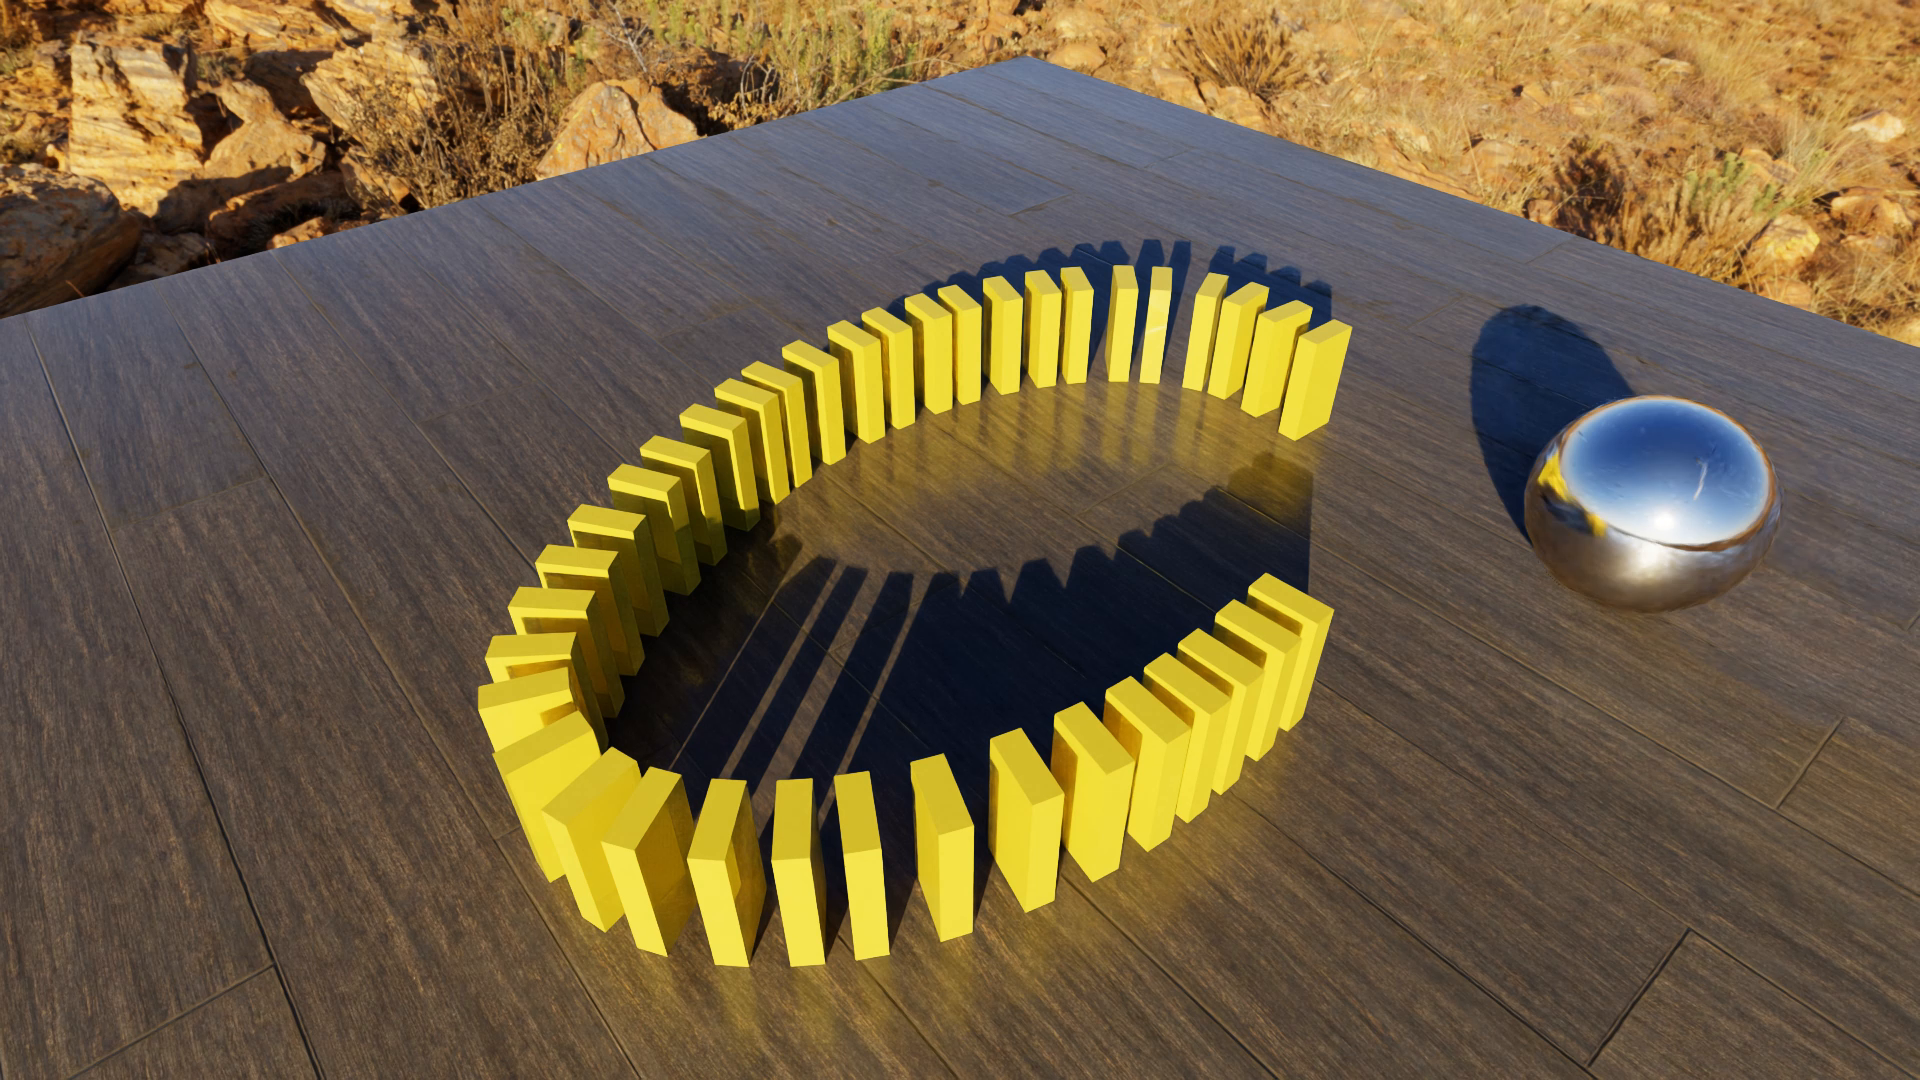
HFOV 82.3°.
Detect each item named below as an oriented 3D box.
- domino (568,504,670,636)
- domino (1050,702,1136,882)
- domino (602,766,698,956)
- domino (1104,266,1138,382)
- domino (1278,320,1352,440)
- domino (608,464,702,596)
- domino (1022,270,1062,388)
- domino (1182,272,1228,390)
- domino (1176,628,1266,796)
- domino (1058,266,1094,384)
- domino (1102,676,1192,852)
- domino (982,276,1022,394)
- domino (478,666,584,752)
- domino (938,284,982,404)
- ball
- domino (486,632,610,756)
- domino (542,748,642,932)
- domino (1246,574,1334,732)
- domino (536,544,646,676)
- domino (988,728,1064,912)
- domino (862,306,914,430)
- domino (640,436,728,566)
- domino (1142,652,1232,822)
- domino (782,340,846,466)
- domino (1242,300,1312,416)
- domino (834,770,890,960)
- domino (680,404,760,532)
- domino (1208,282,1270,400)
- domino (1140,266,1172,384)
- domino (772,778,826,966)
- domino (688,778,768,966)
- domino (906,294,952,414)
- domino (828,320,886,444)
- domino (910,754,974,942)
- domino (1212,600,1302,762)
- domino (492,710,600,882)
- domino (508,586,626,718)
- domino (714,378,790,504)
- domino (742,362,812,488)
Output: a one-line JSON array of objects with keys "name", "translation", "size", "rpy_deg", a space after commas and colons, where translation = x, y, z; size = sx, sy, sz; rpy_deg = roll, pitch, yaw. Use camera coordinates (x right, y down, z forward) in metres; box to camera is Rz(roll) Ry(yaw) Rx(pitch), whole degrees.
[{"name": "domino", "translation": [-0.123, 0.012, 0.397], "size": [0.025, 0.050, 0.010], "rpy_deg": [10, 40, 12]}, {"name": "domino", "translation": [0.037, 0.074, 0.321], "size": [0.009, 0.050, 0.025], "rpy_deg": [-20, 43, -23]}, {"name": "domino", "translation": [-0.083, 0.089, 0.303], "size": [0.010, 0.050, 0.025], "rpy_deg": [11, 41, 13]}, {"name": "domino", "translation": [0.079, -0.106, 0.541], "size": [0.009, 0.050, 0.025], "rpy_deg": [1, 39, 1]}, {"name": "domino", "translation": [0.161, -0.072, 0.500], "size": [0.025, 0.050, 0.010], "rpy_deg": [-27, 47, -29]}, {"name": "domino", "translation": [-0.115, -0.003, 0.416], "size": [0.025, 0.050, 0.009], "rpy_deg": [14, 41, 16]}, {"name": "domino", "translation": [0.039, -0.103, 0.537], "size": [0.009, 0.050, 0.025], "rpy_deg": [-10, 40, -12]}, {"name": "domino", "translation": [0.119, -0.101, 0.535], "size": [0.010, 0.050, 0.025], "rpy_deg": [16, 42, 18]}, {"name": "domino", "translation": [0.078, 0.054, 0.345], "size": [0.010, 0.050, 0.025], "rpy_deg": [-30, 48, -32]}, {"name": "domino", "translation": [0.056, -0.105, 0.540], "size": [0.010, 0.050, 0.025], "rpy_deg": [-6, 40, -7]}, {"name": "domino", "translation": [0.054, 0.067, 0.329], "size": [0.010, 0.050, 0.025], "rpy_deg": [-24, 45, -27]}, {"name": "domino", "translation": [0.020, -0.099, 0.532], "size": [0.010, 0.050, 0.025], "rpy_deg": [-14, 41, -16]}, {"name": "domino", "translation": [-0.127, 0.062, 0.335], "size": [0.025, 0.050, 0.010], "rpy_deg": [-12, 41, -14]}, {"name": "domino", "translation": [0.000, -0.093, 0.525], "size": [0.010, 0.050, 0.025], "rpy_deg": [-18, 43, -21]}, {"name": "ball", "translation": [0.252, -0.013, 0.404], "size": [0.080, 0.080, 0.080], "rpy_deg": [0, 39, 0]}, {"name": "domino", "translation": [-0.130, 0.051, 0.349], "size": [0.025, 0.050, 0.010], "rpy_deg": [-2, 39, -3]}, {"name": "domino", "translation": [-0.098, 0.085, 0.308], "size": [0.009, 0.050, 0.025], "rpy_deg": [22, 44, 24]}, {"name": "domino", "translation": [0.105, 0.038, 0.365], "size": [0.010, 0.050, 0.025], "rpy_deg": [-32, 49, -33]}, {"name": "domino", "translation": [-0.127, 0.025, 0.381], "size": [0.025, 0.050, 0.010], "rpy_deg": [6, 40, 7]}, {"name": "domino", "translation": [0.018, 0.080, 0.313], "size": [0.009, 0.050, 0.025], "rpy_deg": [-16, 42, -19]}, {"name": "domino", "translation": [-0.033, -0.079, 0.508], "size": [0.009, 0.050, 0.025], "rpy_deg": [-27, 47, -29]}, {"name": "domino", "translation": [-0.107, -0.015, 0.430], "size": [0.025, 0.050, 0.009], "rpy_deg": [16, 42, 18]}, {"name": "domino", "translation": [0.066, 0.061, 0.337], "size": [0.010, 0.050, 0.025], "rpy_deg": [-28, 47, -30]}, {"name": "domino", "translation": [-0.064, -0.060, 0.485], "size": [0.025, 0.050, 0.009], "rpy_deg": [30, 48, 31]}, {"name": "domino", "translation": [0.148, -0.085, 0.515], "size": [0.025, 0.050, 0.009], "rpy_deg": [-24, 45, -27]}, {"name": "domino", "translation": [-0.027, 0.090, 0.302], "size": [0.009, 0.050, 0.025], "rpy_deg": [-7, 40, -8]}, {"name": "domino", "translation": [-0.097, -0.029, 0.447], "size": [0.025, 0.050, 0.009], "rpy_deg": [18, 42, 20]}, {"name": "domino", "translation": [0.133, -0.095, 0.528], "size": [0.010, 0.050, 0.025], "rpy_deg": [30, 48, 31]}, {"name": "domino", "translation": [0.096, -0.105, 0.540], "size": [0.010, 0.050, 0.025], "rpy_deg": [6, 40, 7]}, {"name": "domino", "translation": [-0.043, 0.091, 0.300], "size": [0.009, 0.050, 0.025], "rpy_deg": [-3, 39, -3]}, {"name": "domino", "translation": [-0.063, 0.091, 0.300], "size": [0.009, 0.050, 0.025], "rpy_deg": [3, 39, 3]}, {"name": "domino", "translation": [-0.015, -0.088, 0.518], "size": [0.010, 0.050, 0.025], "rpy_deg": [-23, 44, -25]}, {"name": "domino", "translation": [-0.047, -0.071, 0.499], "size": [0.009, 0.050, 0.025], "rpy_deg": [-30, 48, -32]}, {"name": "domino", "translation": [-0.005, 0.086, 0.306], "size": [0.009, 0.050, 0.025], "rpy_deg": [-12, 41, -14]}, {"name": "domino", "translation": [0.092, 0.046, 0.356], "size": [0.009, 0.050, 0.025], "rpy_deg": [-32, 49, -33]}, {"name": "domino", "translation": [-0.115, 0.075, 0.320], "size": [0.025, 0.050, 0.009], "rpy_deg": [-28, 47, -30]}, {"name": "domino", "translation": [-0.130, 0.038, 0.365], "size": [0.025, 0.050, 0.010], "rpy_deg": [3, 39, 4]}, {"name": "domino", "translation": [-0.087, -0.041, 0.461], "size": [0.025, 0.050, 0.010], "rpy_deg": [21, 44, 23]}, {"name": "domino", "translation": [-0.078, -0.049, 0.472], "size": [0.025, 0.050, 0.010], "rpy_deg": [24, 45, 27]}]
